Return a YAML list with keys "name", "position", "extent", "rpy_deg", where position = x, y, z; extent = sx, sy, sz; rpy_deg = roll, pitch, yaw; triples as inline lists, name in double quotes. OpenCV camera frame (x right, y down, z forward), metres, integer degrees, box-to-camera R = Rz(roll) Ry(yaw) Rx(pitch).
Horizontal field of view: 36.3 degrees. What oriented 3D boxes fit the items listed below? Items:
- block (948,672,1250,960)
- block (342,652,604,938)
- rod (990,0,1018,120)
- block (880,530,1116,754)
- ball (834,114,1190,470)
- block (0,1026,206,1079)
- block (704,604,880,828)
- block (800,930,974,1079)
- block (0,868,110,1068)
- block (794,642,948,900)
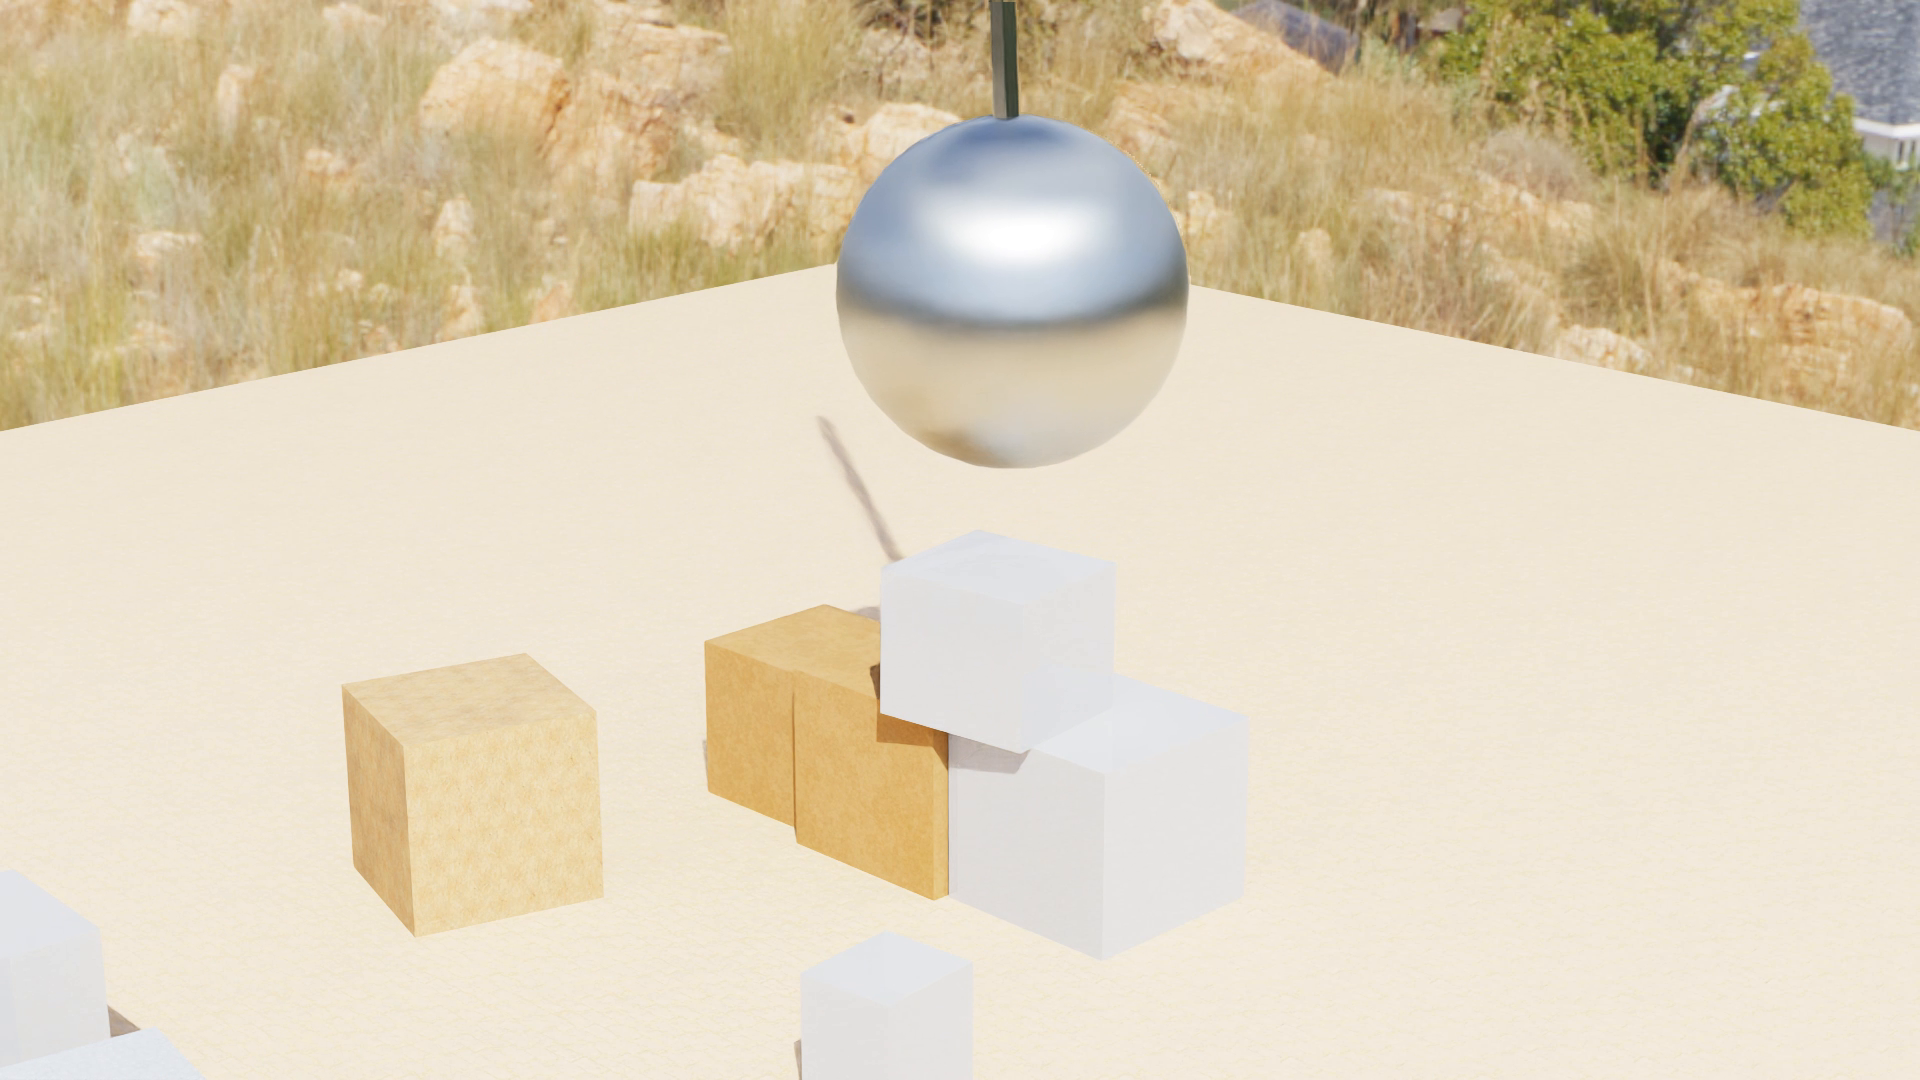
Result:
- name: "block"
  position: [0.615, 1.197, 13.094]
  extent: [0.950, 0.865, 0.934]
  rpy_deg: [-17, 24, -42]
- name: "block"
  position: [-2.203, 1.132, 13.246]
  extent: [0.885, 0.897, 0.874]
  rpy_deg: [-9, 20, -27]
- name: "rod"
  position: [0.102, -4.317, 12.092]
  extent: [0.080, 5.200, 0.080]
  rpy_deg: [17, 27, 42]
- name: "block"
  position: [0.168, 0.434, 12.930]
  extent: [0.763, 0.676, 0.705]
  rpy_deg: [14, 22, 34]
- name: "ball"
  position: [0.236, -1.118, 13.238]
  extent: [1.600, 1.600, 1.600]
  rpy_deg: [0, 17, 0]
- name: "block"
  position: [-2.974, 2.193, 10.306]
  extent: [0.589, 0.637, 0.634]
  rpy_deg: [-12, 21, -33]
- name: "block"
  position: [-0.684, 0.860, 14.296]
  extent: [0.772, 0.786, 0.793]
  rpy_deg: [17, 24, 42]
- name: "block"
  position: [-0.281, 1.906, 11.367]
  extent: [0.446, 0.548, 0.501]
  rpy_deg: [14, 22, 38]
- name: "block"
  position: [-3.772, 1.828, 11.234]
  extent: [0.728, 0.775, 0.748]
  rpy_deg: [-15, 23, -40]
- name: "block"
  position: [-0.105, 1.007, 13.682]
  extent: [0.956, 0.874, 0.920]
  rpy_deg: [-17, 24, -42]
